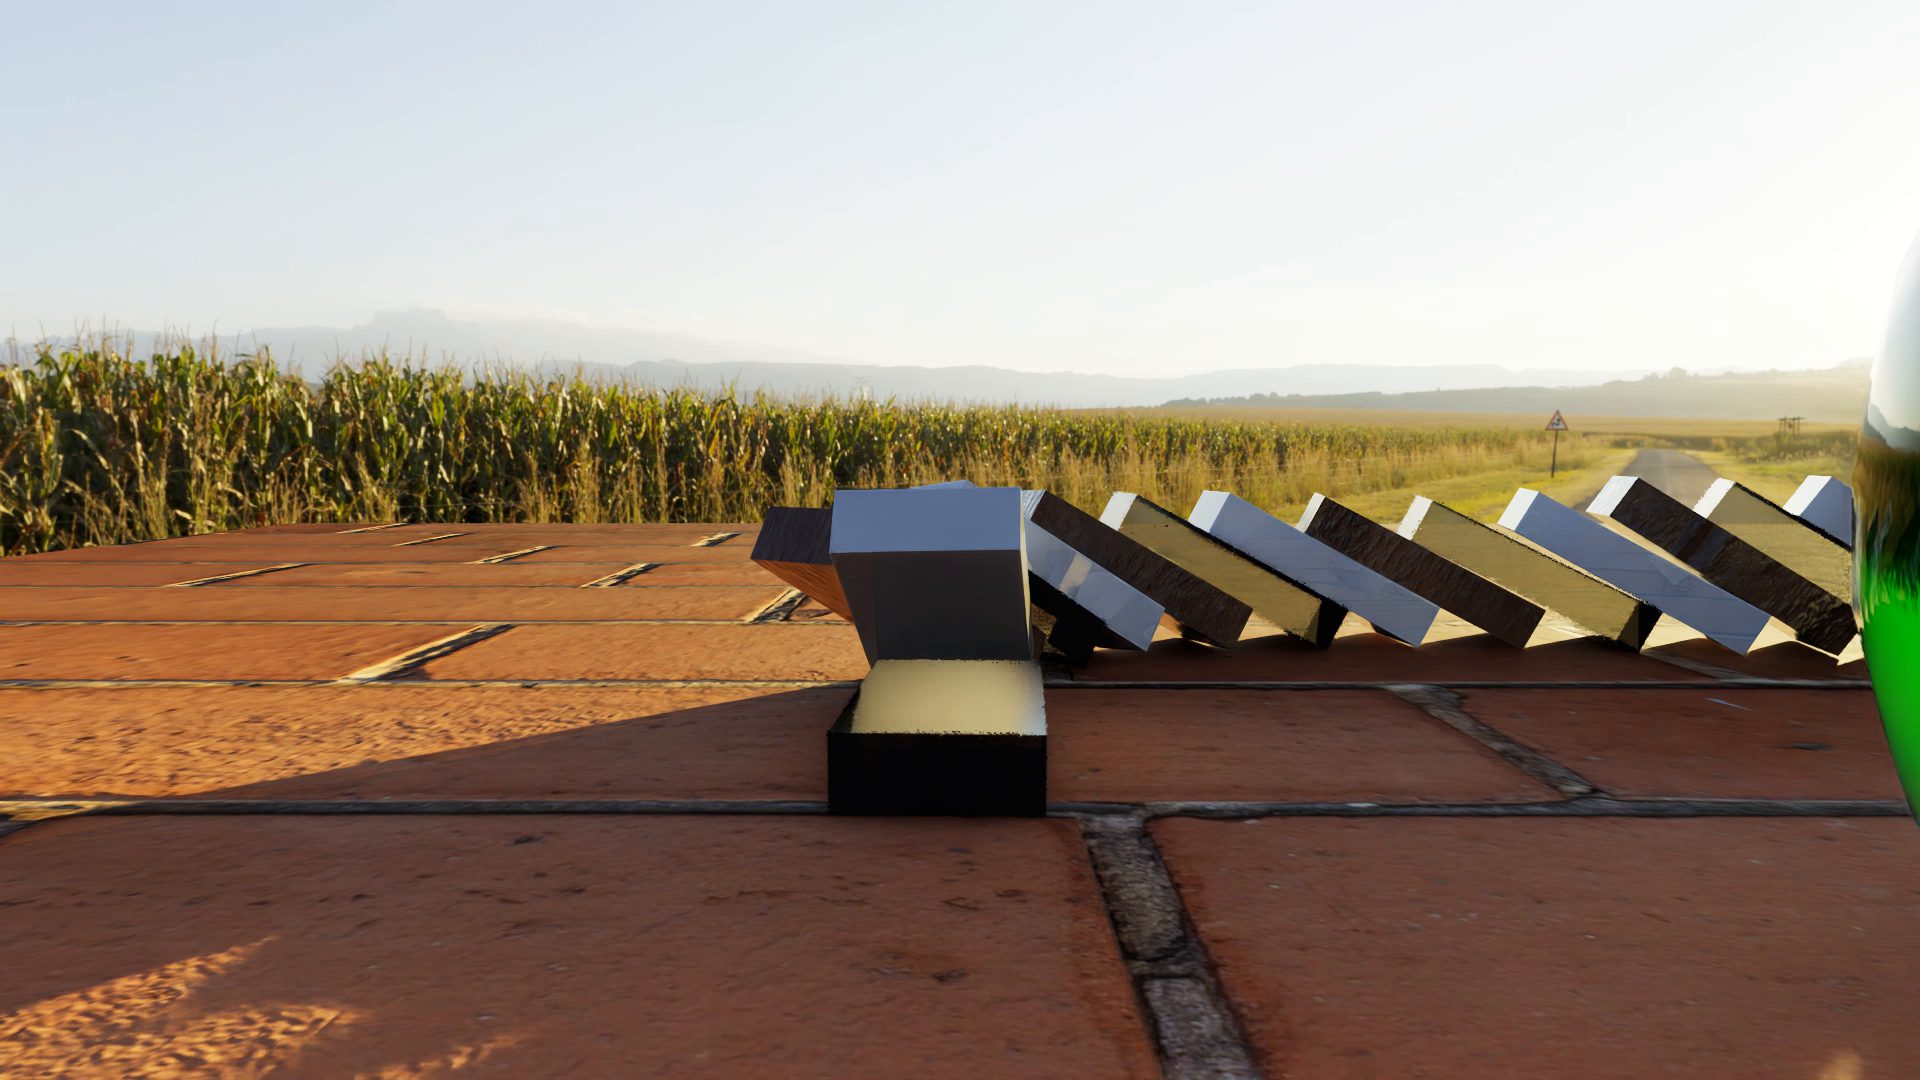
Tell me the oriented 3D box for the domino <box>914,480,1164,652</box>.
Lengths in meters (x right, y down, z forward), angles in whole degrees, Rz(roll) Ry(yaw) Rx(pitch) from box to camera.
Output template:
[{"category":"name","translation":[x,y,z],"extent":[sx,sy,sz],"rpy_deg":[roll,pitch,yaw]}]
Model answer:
[{"category":"domino","translation":[0.013,0.006,0.251],"extent":[0.050,0.009,0.025],"rpy_deg":[32,-16,-24]}]

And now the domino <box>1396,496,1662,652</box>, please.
[{"category":"domino","translation":[0.121,0.006,0.277],"extent":[0.050,0.010,0.025],"rpy_deg":[28,9,9]}]

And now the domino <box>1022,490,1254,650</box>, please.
[{"category":"domino","translation":[0.033,0.006,0.265],"extent":[0.050,0.009,0.025],"rpy_deg":[29,-5,-13]}]

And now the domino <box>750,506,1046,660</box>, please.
[{"category":"domino","translation":[-0.009,0.010,0.218],"extent":[0.025,0.010,0.050],"rpy_deg":[3,-23,38]}]

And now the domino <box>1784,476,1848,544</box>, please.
[{"category":"domino","translation":[0.195,0.005,0.259],"extent":[0.050,0.009,0.025],"rpy_deg":[37,17,18]}]

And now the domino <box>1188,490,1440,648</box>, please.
[{"category":"domino","translation":[0.075,0.006,0.276],"extent":[0.050,0.010,0.025],"rpy_deg":[28,2,-3]}]

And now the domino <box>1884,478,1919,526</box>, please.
[{"category":"domino","translation":[0.210,0.006,0.252],"extent":[0.050,0.009,0.025],"rpy_deg":[38,17,21]}]

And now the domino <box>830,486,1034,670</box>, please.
[{"category":"domino","translation":[-0.002,0.010,0.190],"extent":[0.025,0.010,0.050],"rpy_deg":[-1,-30,5]}]

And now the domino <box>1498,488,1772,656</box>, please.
[{"category":"domino","translation":[0.142,0.006,0.273],"extent":[0.050,0.009,0.025],"rpy_deg":[31,11,11]}]

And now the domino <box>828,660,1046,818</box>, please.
[{"category":"domino","translation":[-0.001,0.025,0.172],"extent":[0.025,0.009,0.050],"rpy_deg":[0,4,3]}]

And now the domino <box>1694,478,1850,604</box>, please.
[{"category":"domino","translation":[0.179,0.005,0.265],"extent":[0.050,0.009,0.025],"rpy_deg":[36,17,17]}]

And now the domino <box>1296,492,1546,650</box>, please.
[{"category":"domino","translation":[0.099,0.006,0.279],"extent":[0.050,0.010,0.025],"rpy_deg":[28,9,8]}]

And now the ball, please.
[{"category":"ball","translation":[0.078,-0.001,0.042],"extent":[0.080,0.080,0.080],"rpy_deg":[0,4,0]}]

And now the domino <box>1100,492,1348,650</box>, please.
[{"category":"domino","translation":[0.055,0.006,0.273],"extent":[0.050,0.009,0.025],"rpy_deg":[28,2,-5]}]

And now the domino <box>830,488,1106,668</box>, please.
[{"category":"domino","translation":[0.001,0.007,0.239],"extent":[0.050,0.010,0.025],"rpy_deg":[34,-17,-30]}]

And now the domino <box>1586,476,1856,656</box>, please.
[{"category":"domino","translation":[0.159,0.004,0.269],"extent":[0.050,0.010,0.025],"rpy_deg":[35,12,11]}]
